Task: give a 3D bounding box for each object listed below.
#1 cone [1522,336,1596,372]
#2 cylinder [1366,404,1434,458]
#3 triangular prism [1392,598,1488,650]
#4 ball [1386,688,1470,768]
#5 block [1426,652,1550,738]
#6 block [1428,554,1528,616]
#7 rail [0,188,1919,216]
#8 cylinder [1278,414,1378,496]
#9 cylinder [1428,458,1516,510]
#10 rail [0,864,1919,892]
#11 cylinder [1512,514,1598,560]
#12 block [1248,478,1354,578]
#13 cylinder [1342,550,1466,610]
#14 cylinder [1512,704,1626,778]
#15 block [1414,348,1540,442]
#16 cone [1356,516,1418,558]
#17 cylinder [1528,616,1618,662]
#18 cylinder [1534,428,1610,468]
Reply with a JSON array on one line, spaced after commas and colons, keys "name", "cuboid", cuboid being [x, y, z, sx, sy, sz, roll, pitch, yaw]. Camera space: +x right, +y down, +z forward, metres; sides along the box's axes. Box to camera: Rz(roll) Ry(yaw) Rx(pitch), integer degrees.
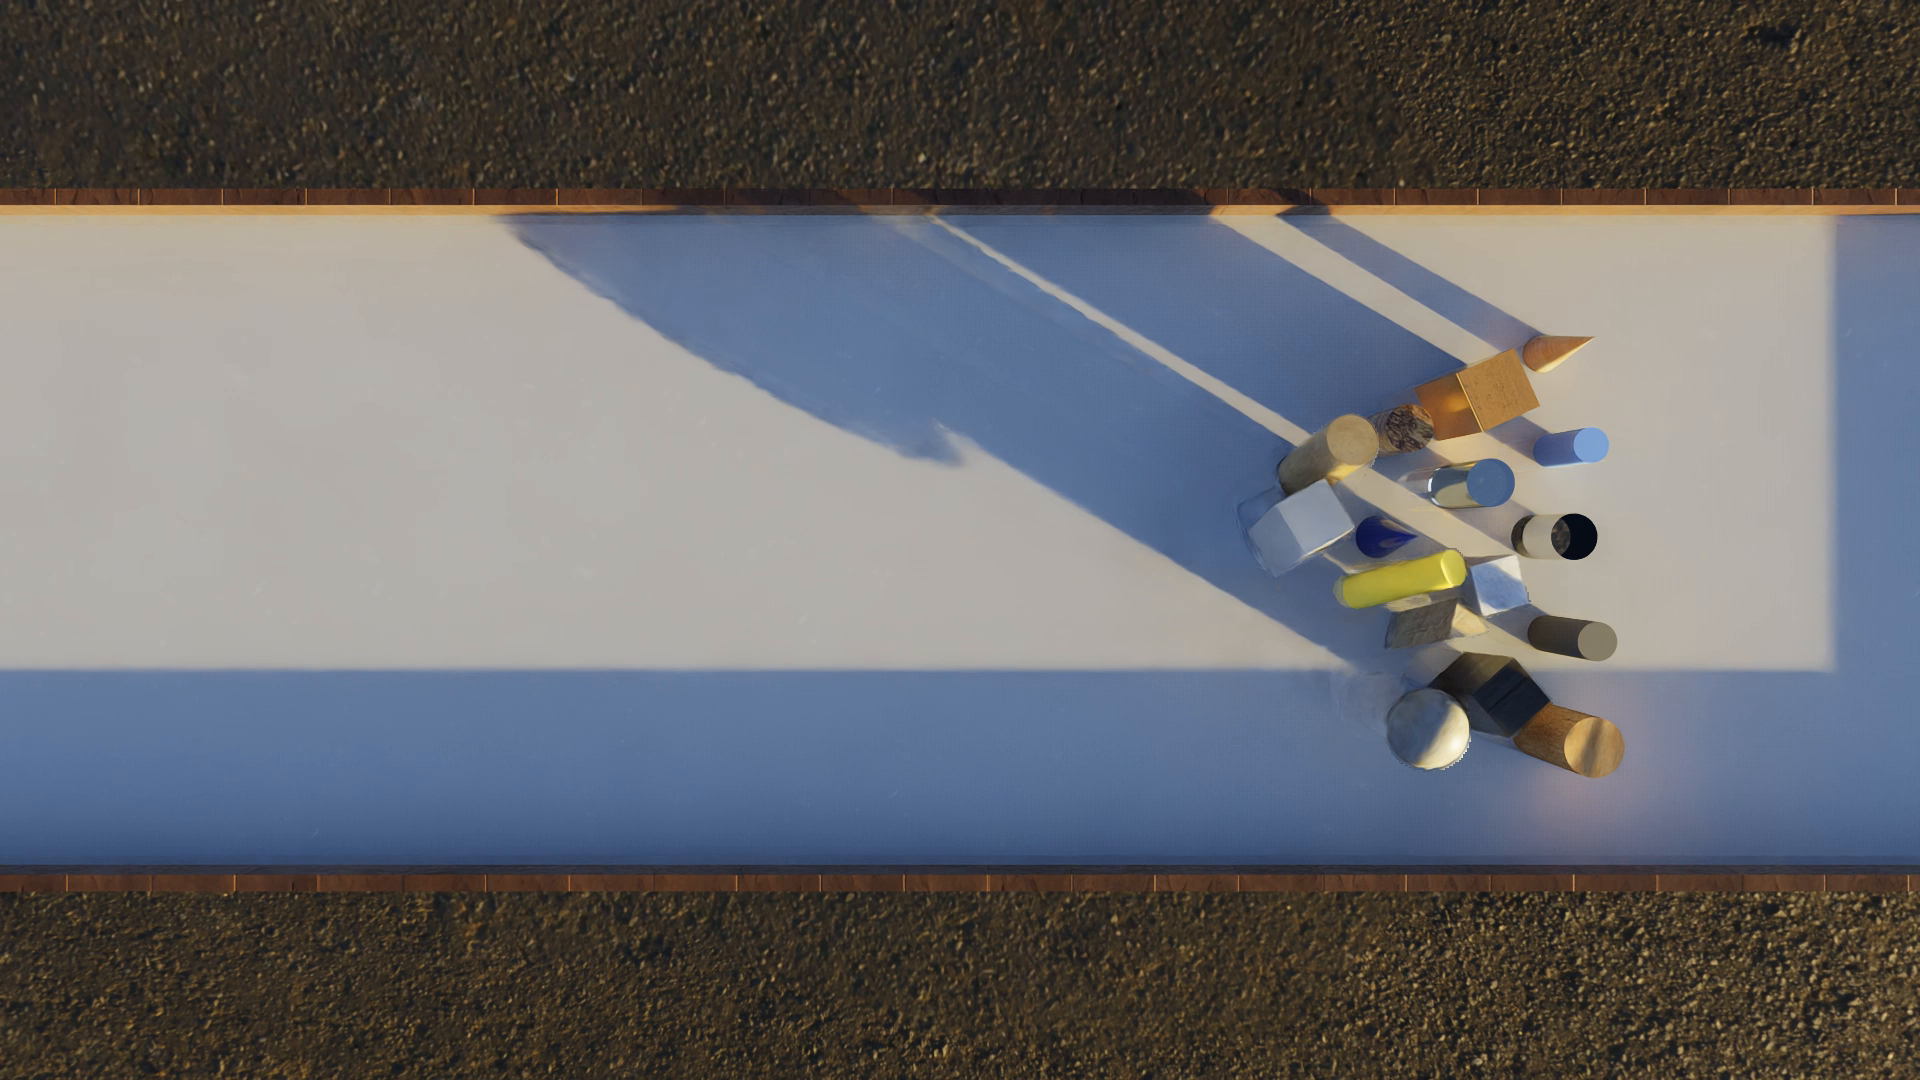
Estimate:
[{"name": "cone", "cuboid": [1.791, -0.573, 4.861, 0.117, 0.431, 0.117, 0, 90, 0]}, {"name": "cylinder", "cuboid": [1.297, -0.323, 4.916, 0.139, 0.321, 0.139, 0, 90, 0]}, {"name": "triangular prism", "cuboid": [1.412, 0.246, 4.915, 0.128, 0.313, 0.111, -8, 83, -19]}, {"name": "ball", "cuboid": [1.352, 0.544, 4.770, 0.233, 0.233, 0.233, 0, 90, 0]}, {"name": "block", "cuboid": [1.558, 0.455, 4.884, 0.164, 0.369, 0.164, -41, 92, -4]}, {"name": "block", "cuboid": [1.530, 0.137, 4.909, 0.146, 0.315, 0.146, -14, 90, -9]}, {"name": "rail", "cuboid": [-2.247, -1.025, 5.002, 12.000, 0.150, 0.050, 0, 90, 0]}, {"name": "cylinder", "cuboid": [1.080, -0.239, 4.866, 0.152, 0.394, 0.152, 2, 77, -9]}, {"name": "cylinder", "cuboid": [1.511, -0.163, 4.885, 0.139, 0.383, 0.139, 0, 90, 0]}, {"name": "rail", "cuboid": [-2.247, 1.025, 5.001, 12.000, 0.150, 0.050, 0, 90, 0]}, {"name": "cylinder", "cuboid": [1.764, -0.009, 4.905, 0.135, 0.342, 0.135, 0, 90, 0]}, {"name": "block", "cuboid": [1.000, -0.031, 4.865, 0.166, 0.385, 0.166, -28, 81, -7]}, {"name": "cylinder", "cuboid": [1.313, 0.119, 4.893, 0.106, 0.380, 0.106, 10, 72, -33]}, {"name": "cylinder", "cuboid": [1.781, 0.583, 4.853, 0.171, 0.447, 0.171, 0, 90, 0]}, {"name": "block", "cuboid": [1.517, -0.423, 4.862, 0.180, 0.429, 0.180, -24, 90, 0]}, {"name": "cone", "cuboid": [1.283, -0.010, 4.848, 0.132, 0.457, 0.132, 0, 90, 0]}, {"name": "cylinder", "cuboid": [1.803, 0.288, 4.870, 0.113, 0.412, 0.113, 0, 90, 0]}, {"name": "cylinder", "cuboid": [1.815, -0.273, 4.909, 0.103, 0.335, 0.103, 0, 90, 0]}]
